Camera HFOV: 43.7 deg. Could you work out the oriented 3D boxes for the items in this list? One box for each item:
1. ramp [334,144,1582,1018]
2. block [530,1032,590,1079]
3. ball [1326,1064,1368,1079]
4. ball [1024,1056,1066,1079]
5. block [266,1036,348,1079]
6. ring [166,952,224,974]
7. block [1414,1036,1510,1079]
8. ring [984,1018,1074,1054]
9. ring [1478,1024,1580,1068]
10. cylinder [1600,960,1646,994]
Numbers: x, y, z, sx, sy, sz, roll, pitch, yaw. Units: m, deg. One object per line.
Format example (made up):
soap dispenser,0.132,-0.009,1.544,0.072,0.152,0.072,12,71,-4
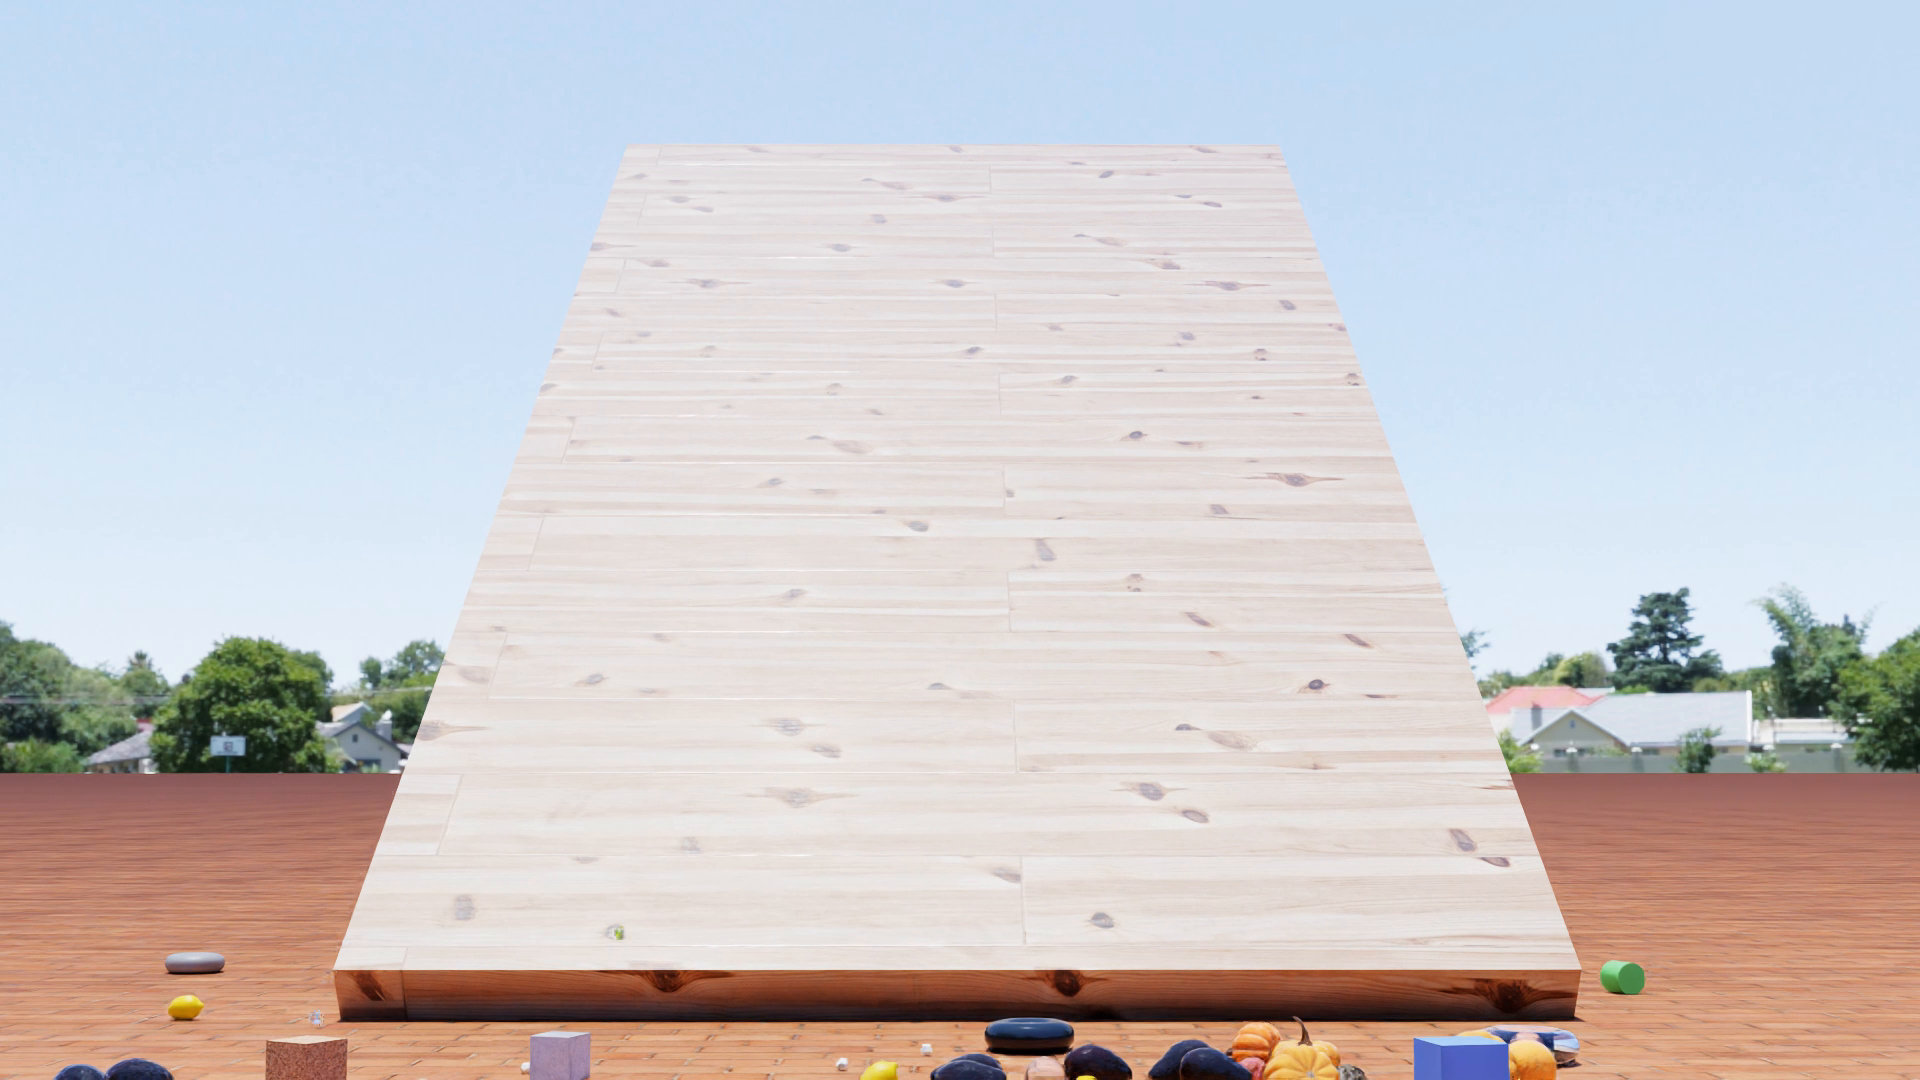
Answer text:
ramp,-0.012,-0.220,5.614,2.000,0.100,4.000,0,28,0
block,-0.523,0.676,3.132,0.058,0.058,0.058,-2,-6,19
ball,0.462,0.652,2.853,0.052,0.052,0.052,0,-5,0
ball,0.105,0.662,2.948,0.050,0.050,0.050,0,-5,0
block,-0.811,0.655,2.970,0.069,0.069,0.069,-3,-6,31
ring,-1.519,0.840,4.751,0.114,0.038,0.114,0,-7,0
block,0.591,0.634,2.823,0.084,0.084,0.084,1,-6,-11
ring,0.100,0.713,3.444,0.131,0.044,0.131,0,-7,0
ring,0.782,0.698,3.301,0.143,0.048,0.143,1,-6,0
cylinder,1.195,0.789,4.313,0.057,0.057,0.057,2,-6,-17
